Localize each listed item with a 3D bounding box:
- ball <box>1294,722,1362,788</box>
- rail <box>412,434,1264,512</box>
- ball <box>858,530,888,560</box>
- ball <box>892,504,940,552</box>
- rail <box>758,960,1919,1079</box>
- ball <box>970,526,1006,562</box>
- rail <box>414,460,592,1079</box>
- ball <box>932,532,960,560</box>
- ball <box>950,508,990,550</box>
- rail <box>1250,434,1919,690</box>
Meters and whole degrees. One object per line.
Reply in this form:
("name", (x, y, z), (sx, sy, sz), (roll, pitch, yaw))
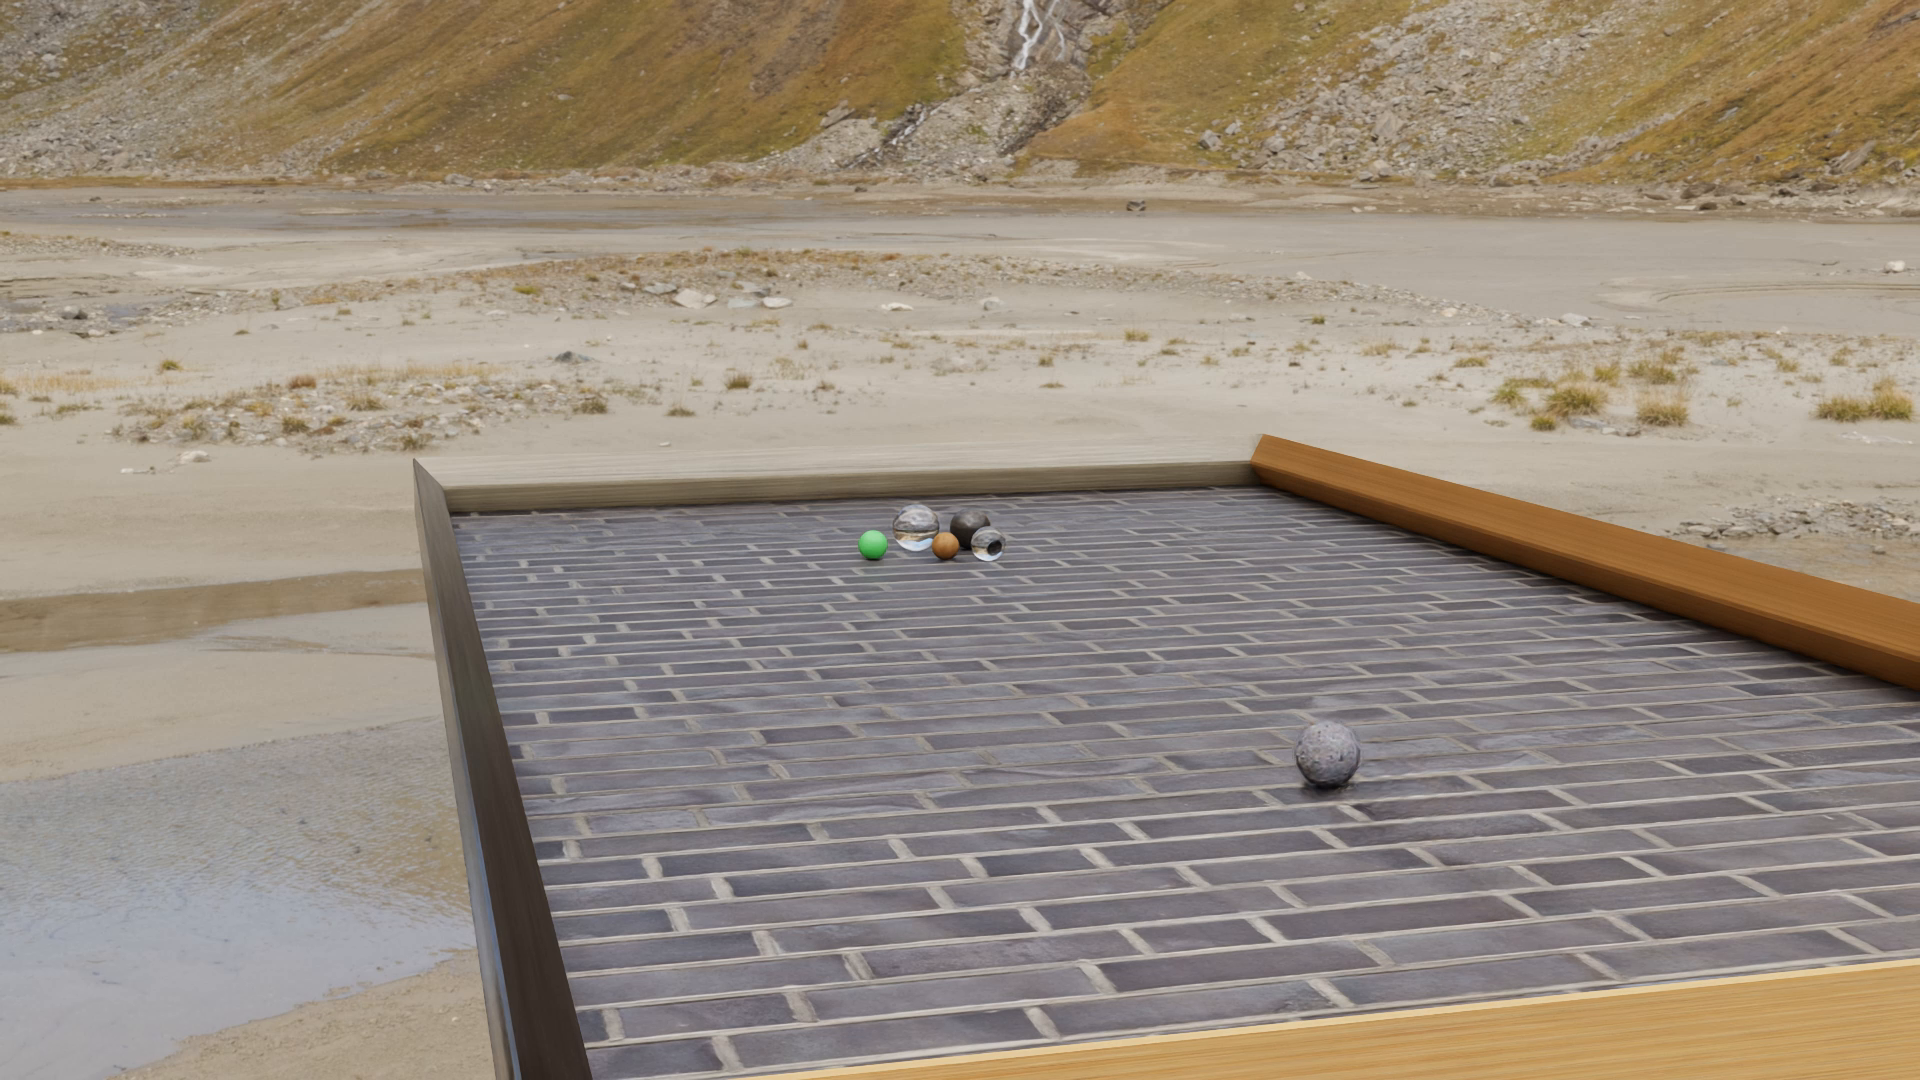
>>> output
("ball", (0.333, 0.194, 1.988), (0.059, 0.059, 0.059), (0, 9, 0))
("rail", (-0.173, -0.119, 3.906), (1.549, 0.093, 0.045), (-2, 9, -15))
("ball", (-0.129, 0.007, 3.253), (0.043, 0.043, 0.043), (0, 9, 0))
("ball", (-0.067, -0.019, 3.328), (0.072, 0.072, 0.072), (0, 9, 0))
("rail", (0.531, 0.284, 1.284), (1.549, 0.093, 0.045), (-2, 9, -15))
("ball", (0.042, 0.005, 3.239), (0.052, 0.052, 0.052), (0, 9, 0))
("rail", (-0.547, 0.112, 2.405), (0.045, 0.093, 2.792), (-2, 9, -15))
("ball", (-0.021, 0.009, 3.251), (0.041, 0.041, 0.041), (0, 9, 0))
("ball", (0.016, -0.018, 3.350), (0.063, 0.063, 0.063), (0, 9, 0))
("rail", (0.905, 0.053, 2.785), (0.045, 0.093, 2.792), (-2, 9, -15))
